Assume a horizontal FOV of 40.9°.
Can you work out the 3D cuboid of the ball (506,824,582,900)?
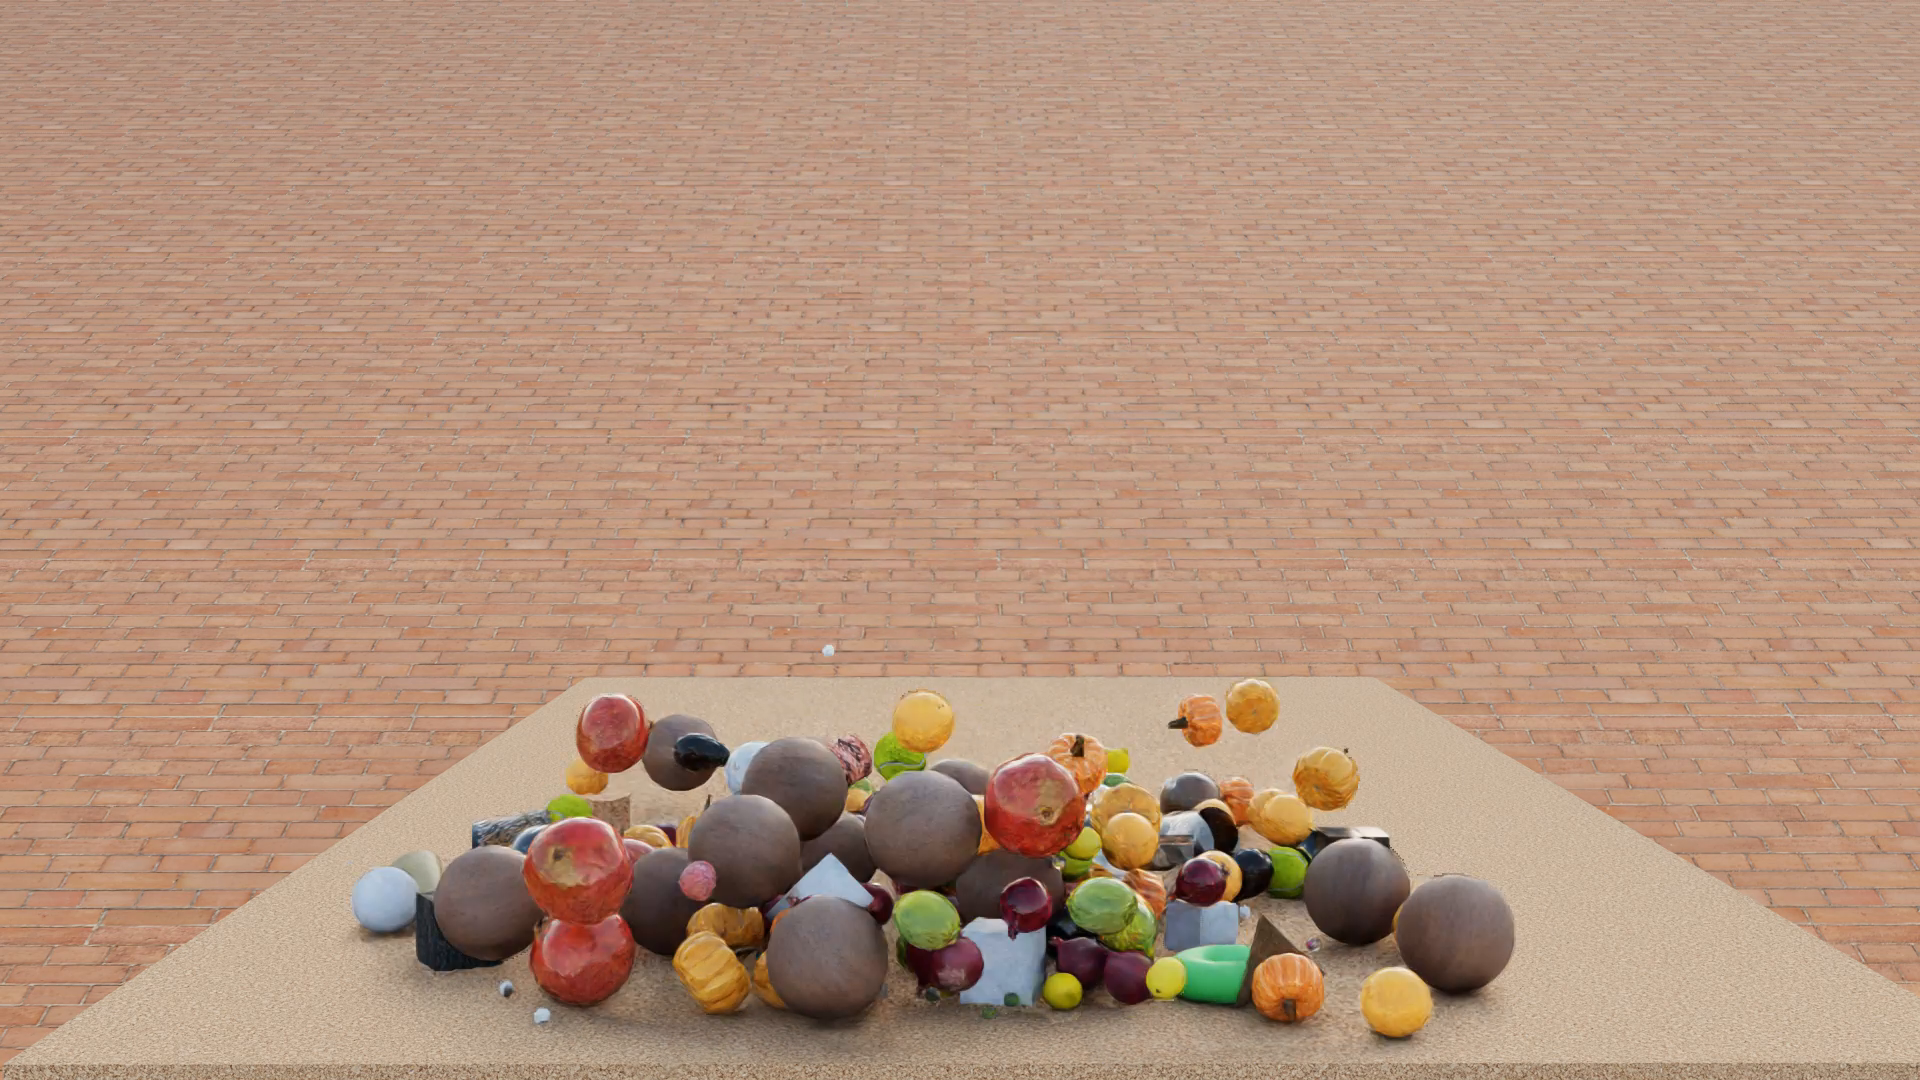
[{"bbox_3d":[-0.505,0.390,3.121,0.091,0.091,0.091,0,23,0],"label":"ball"}]

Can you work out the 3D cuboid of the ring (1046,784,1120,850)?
[{"bbox_3d":[0.173,0.391,3.643,0.115,0.038,0.115,-25,29,15],"label":"ring"}]

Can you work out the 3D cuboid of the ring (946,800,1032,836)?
[{"bbox_3d":[0.045,0.433,4.002,0.134,0.045,0.134,0,2,0],"label":"ring"}]

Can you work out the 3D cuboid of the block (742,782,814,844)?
[{"bbox_3d":[-0.278,0.416,3.931,0.083,0.083,0.083,1,2,17],"label":"block"}]

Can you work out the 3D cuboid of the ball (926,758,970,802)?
[{"bbox_3d":[-0.020,0.405,4.339,0.072,0.072,0.072,0,23,0],"label":"ball"}]

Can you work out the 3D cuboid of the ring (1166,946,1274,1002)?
[{"bbox_3d":[0.295,0.481,2.853,0.136,0.045,0.136,-1,2,0],"label":"ring"}]

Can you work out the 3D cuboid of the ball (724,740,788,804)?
[{"bbox_3d":[-0.301,0.345,3.809,0.094,0.094,0.094,0,23,0],"label":"ball"}]

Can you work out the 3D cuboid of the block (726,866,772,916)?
[{"bbox_3d":[-0.275,0.455,3.345,0.055,0.055,0.055,0,2,-9],"label":"block"}]

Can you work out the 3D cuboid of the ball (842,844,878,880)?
[{"bbox_3d":[-0.139,0.448,3.573,0.050,0.050,0.050,0,23,0],"label":"ball"}]

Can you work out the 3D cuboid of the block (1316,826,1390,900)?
[{"bbox_3d":[0.529,0.435,3.469,0.084,0.084,0.084,0,2,-2],"label":"block"}]

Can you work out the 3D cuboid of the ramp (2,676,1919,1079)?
[{"bbox_3d":[0.053,0.482,4.539,2.000,0.100,4.000,0,2,0],"label":"ramp"}]

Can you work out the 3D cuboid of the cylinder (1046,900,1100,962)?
[{"bbox_3d":[0.129,0.461,3.031,0.053,0.053,0.053,15,29,31],"label":"cylinder"}]

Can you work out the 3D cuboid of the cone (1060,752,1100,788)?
[{"bbox_3d":[0.210,0.399,4.387,0.065,0.065,0.065,10,25,17],"label":"cone"}]

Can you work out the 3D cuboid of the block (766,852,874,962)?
[{"bbox_3d":[-0.163,0.428,2.998,0.075,0.075,0.075,46,42,5],"label":"block"}]

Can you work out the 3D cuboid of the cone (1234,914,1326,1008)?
[{"bbox_3d":[0.328,0.471,2.775,0.096,0.096,0.096,-48,33,0],"label":"cone"}]

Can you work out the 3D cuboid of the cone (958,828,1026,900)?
[{"bbox_3d":[0.066,0.454,3.488,0.099,0.099,0.099,20,-13,39],"label":"cone"}]

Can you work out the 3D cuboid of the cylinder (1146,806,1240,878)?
[{"bbox_3d":[0.319,0.418,3.539,0.093,0.093,0.093,-22,3,-41],"label":"cylinder"}]

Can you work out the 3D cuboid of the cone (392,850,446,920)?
[{"bbox_3d":[-0.675,0.463,3.276,0.099,0.099,0.099,-20,42,-39],"label":"cone"}]

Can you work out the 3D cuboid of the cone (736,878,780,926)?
[{"bbox_3d":[-0.267,0.472,3.273,0.059,0.059,0.059,6,31,14],"label":"cone"}]

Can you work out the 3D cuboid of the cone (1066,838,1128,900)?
[{"bbox_3d":[0.180,0.426,3.260,0.082,0.082,0.082,-2,8,-6],"label":"cone"}]

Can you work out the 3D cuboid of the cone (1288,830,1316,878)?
[{"bbox_3d":[0.502,0.456,3.590,0.072,0.072,0.072,-5,48,-13],"label":"cone"}]

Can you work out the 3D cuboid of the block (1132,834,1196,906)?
[{"bbox_3d":[0.271,0.438,3.420,0.082,0.082,0.082,0,3,2],"label":"block"}]

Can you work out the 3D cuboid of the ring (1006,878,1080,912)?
[{"bbox_3d":[0.110,0.465,3.376,0.100,0.033,0.100,0,3,0],"label":"ring"}]

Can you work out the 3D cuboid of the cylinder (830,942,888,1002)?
[{"bbox_3d":[-0.110,0.470,2.803,0.060,0.060,0.060,-3,-8,0],"label":"cylinder"}]

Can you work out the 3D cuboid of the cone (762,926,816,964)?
[{"bbox_3d":[-0.188,0.483,3.011,0.062,0.062,0.062,-20,32,-38],"label":"cone"}]

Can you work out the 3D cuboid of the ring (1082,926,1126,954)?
[{"bbox_3d":[0.162,0.481,3.091,0.075,0.025,0.075,3,1,0],"label":"ring"}]

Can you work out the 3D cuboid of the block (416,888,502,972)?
[{"bbox_3d":[-0.588,0.457,3.025,0.079,0.079,0.079,-1,3,-28],"label":"block"}]

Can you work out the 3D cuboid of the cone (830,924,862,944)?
[{"bbox_3d":[-0.151,0.474,3.138,0.075,0.075,0.075,27,25,0],"label":"cone"}]

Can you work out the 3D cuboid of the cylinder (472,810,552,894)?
[{"bbox_3d":[-0.554,0.389,3.212,0.091,0.091,0.091,-10,24,-4],"label":"cylinder"}]

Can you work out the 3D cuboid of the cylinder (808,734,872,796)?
[{"bbox_3d":[-0.186,0.348,3.976,0.071,0.071,0.071,21,37,40],"label":"cylinder"}]

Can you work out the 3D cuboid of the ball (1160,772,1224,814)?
[{"bbox_3d":[0.357,0.406,3.963,0.100,0.100,0.100,0,23,0],"label":"ball"}]

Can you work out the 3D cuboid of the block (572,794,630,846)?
[{"bbox_3d":[-0.547,0.425,3.920,0.067,0.067,0.067,1,2,14],"label":"block"}]

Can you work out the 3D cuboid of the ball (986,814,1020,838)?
[{"bbox_3d":[0.063,0.436,3.844,0.052,0.052,0.052,0,23,0],"label":"ball"}]

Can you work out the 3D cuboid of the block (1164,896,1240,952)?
[{"bbox_3d":[0.288,0.461,3.070,0.060,0.060,0.060,2,2,-37],"label":"block"}]

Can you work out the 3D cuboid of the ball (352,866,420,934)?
[{"bbox_3d":[-0.713,0.448,3.200,0.083,0.083,0.083,0,23,0],"label":"ball"}]

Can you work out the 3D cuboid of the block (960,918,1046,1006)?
[{"bbox_3d":[0.048,0.464,2.839,0.079,0.079,0.079,1,2,13],"label":"block"}]
